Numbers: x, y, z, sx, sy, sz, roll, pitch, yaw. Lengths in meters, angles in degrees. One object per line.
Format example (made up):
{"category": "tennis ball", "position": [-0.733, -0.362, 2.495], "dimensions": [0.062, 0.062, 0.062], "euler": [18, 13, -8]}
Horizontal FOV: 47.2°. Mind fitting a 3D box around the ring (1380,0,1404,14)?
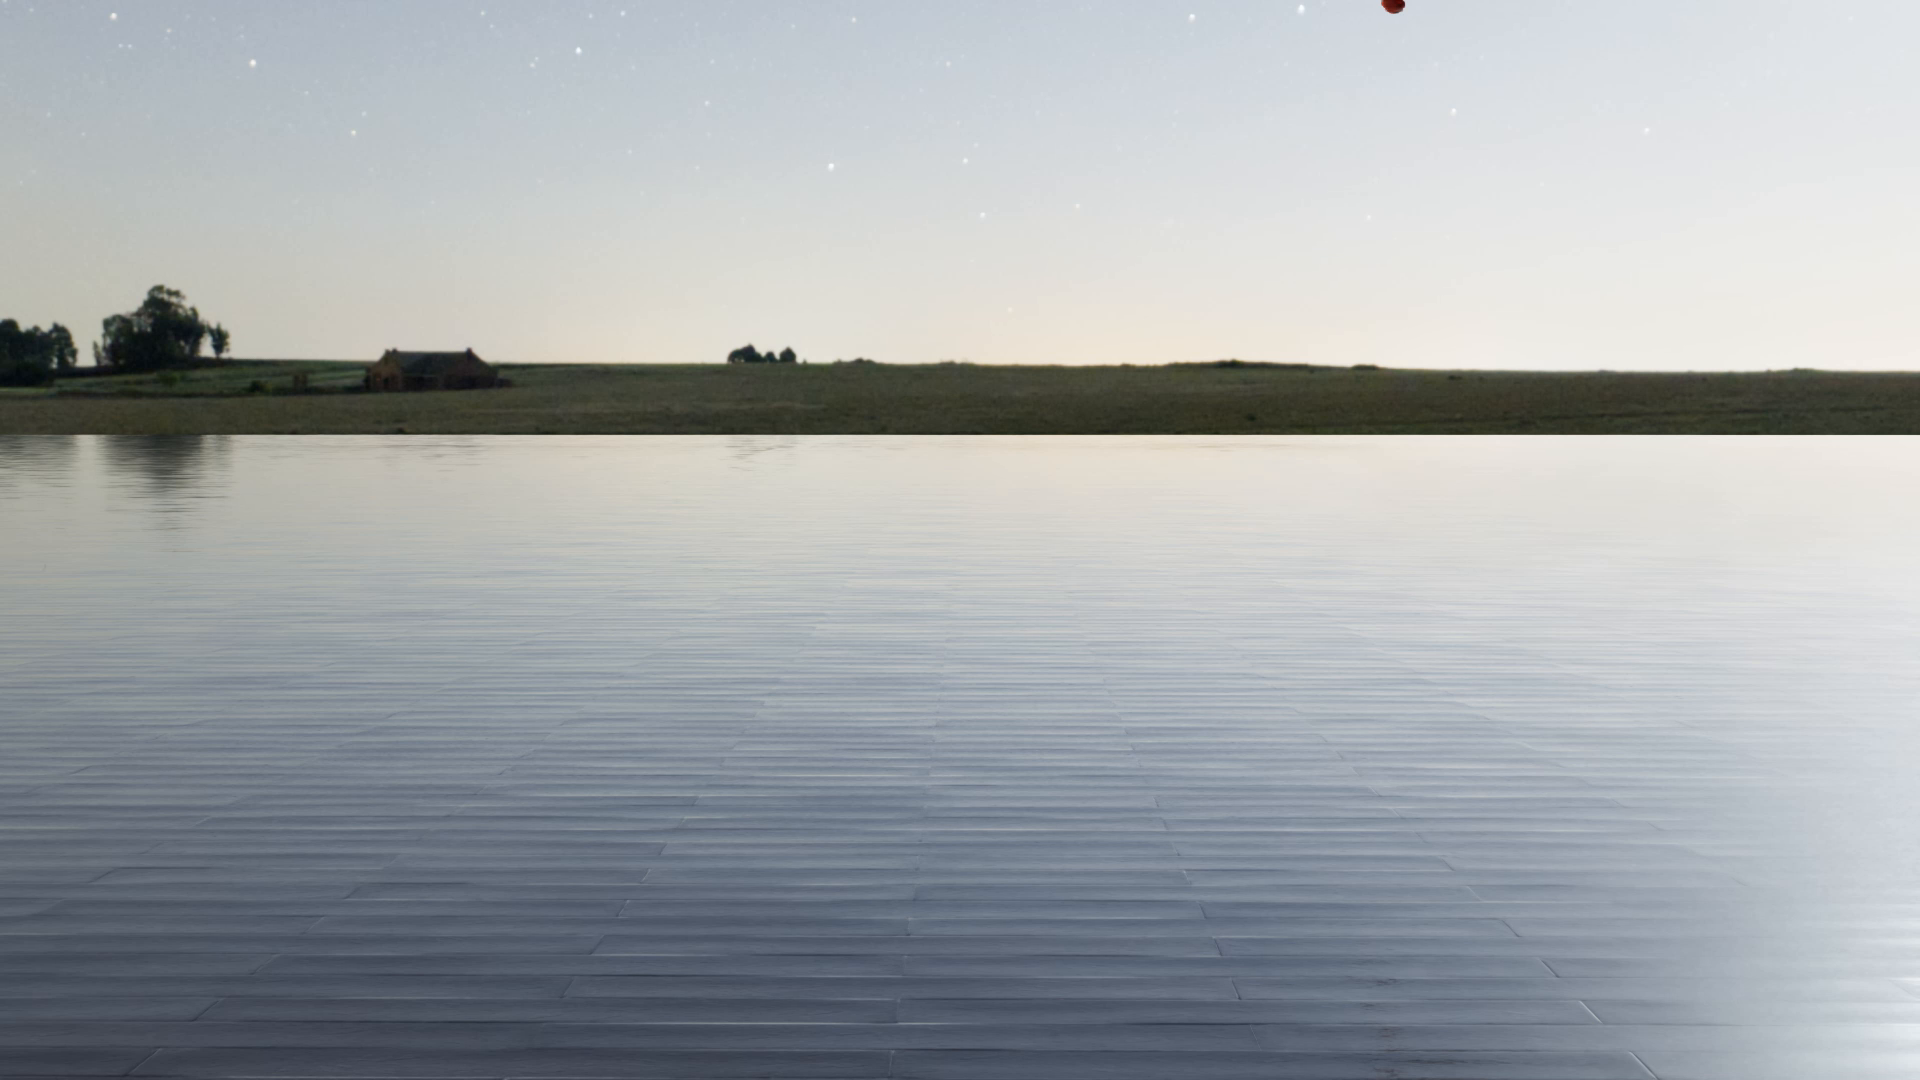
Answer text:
{"category": "ring", "position": [1.628, -2.022, 8.273], "dimensions": [0.111, 0.078, 0.052], "euler": [15, -28, -41]}
